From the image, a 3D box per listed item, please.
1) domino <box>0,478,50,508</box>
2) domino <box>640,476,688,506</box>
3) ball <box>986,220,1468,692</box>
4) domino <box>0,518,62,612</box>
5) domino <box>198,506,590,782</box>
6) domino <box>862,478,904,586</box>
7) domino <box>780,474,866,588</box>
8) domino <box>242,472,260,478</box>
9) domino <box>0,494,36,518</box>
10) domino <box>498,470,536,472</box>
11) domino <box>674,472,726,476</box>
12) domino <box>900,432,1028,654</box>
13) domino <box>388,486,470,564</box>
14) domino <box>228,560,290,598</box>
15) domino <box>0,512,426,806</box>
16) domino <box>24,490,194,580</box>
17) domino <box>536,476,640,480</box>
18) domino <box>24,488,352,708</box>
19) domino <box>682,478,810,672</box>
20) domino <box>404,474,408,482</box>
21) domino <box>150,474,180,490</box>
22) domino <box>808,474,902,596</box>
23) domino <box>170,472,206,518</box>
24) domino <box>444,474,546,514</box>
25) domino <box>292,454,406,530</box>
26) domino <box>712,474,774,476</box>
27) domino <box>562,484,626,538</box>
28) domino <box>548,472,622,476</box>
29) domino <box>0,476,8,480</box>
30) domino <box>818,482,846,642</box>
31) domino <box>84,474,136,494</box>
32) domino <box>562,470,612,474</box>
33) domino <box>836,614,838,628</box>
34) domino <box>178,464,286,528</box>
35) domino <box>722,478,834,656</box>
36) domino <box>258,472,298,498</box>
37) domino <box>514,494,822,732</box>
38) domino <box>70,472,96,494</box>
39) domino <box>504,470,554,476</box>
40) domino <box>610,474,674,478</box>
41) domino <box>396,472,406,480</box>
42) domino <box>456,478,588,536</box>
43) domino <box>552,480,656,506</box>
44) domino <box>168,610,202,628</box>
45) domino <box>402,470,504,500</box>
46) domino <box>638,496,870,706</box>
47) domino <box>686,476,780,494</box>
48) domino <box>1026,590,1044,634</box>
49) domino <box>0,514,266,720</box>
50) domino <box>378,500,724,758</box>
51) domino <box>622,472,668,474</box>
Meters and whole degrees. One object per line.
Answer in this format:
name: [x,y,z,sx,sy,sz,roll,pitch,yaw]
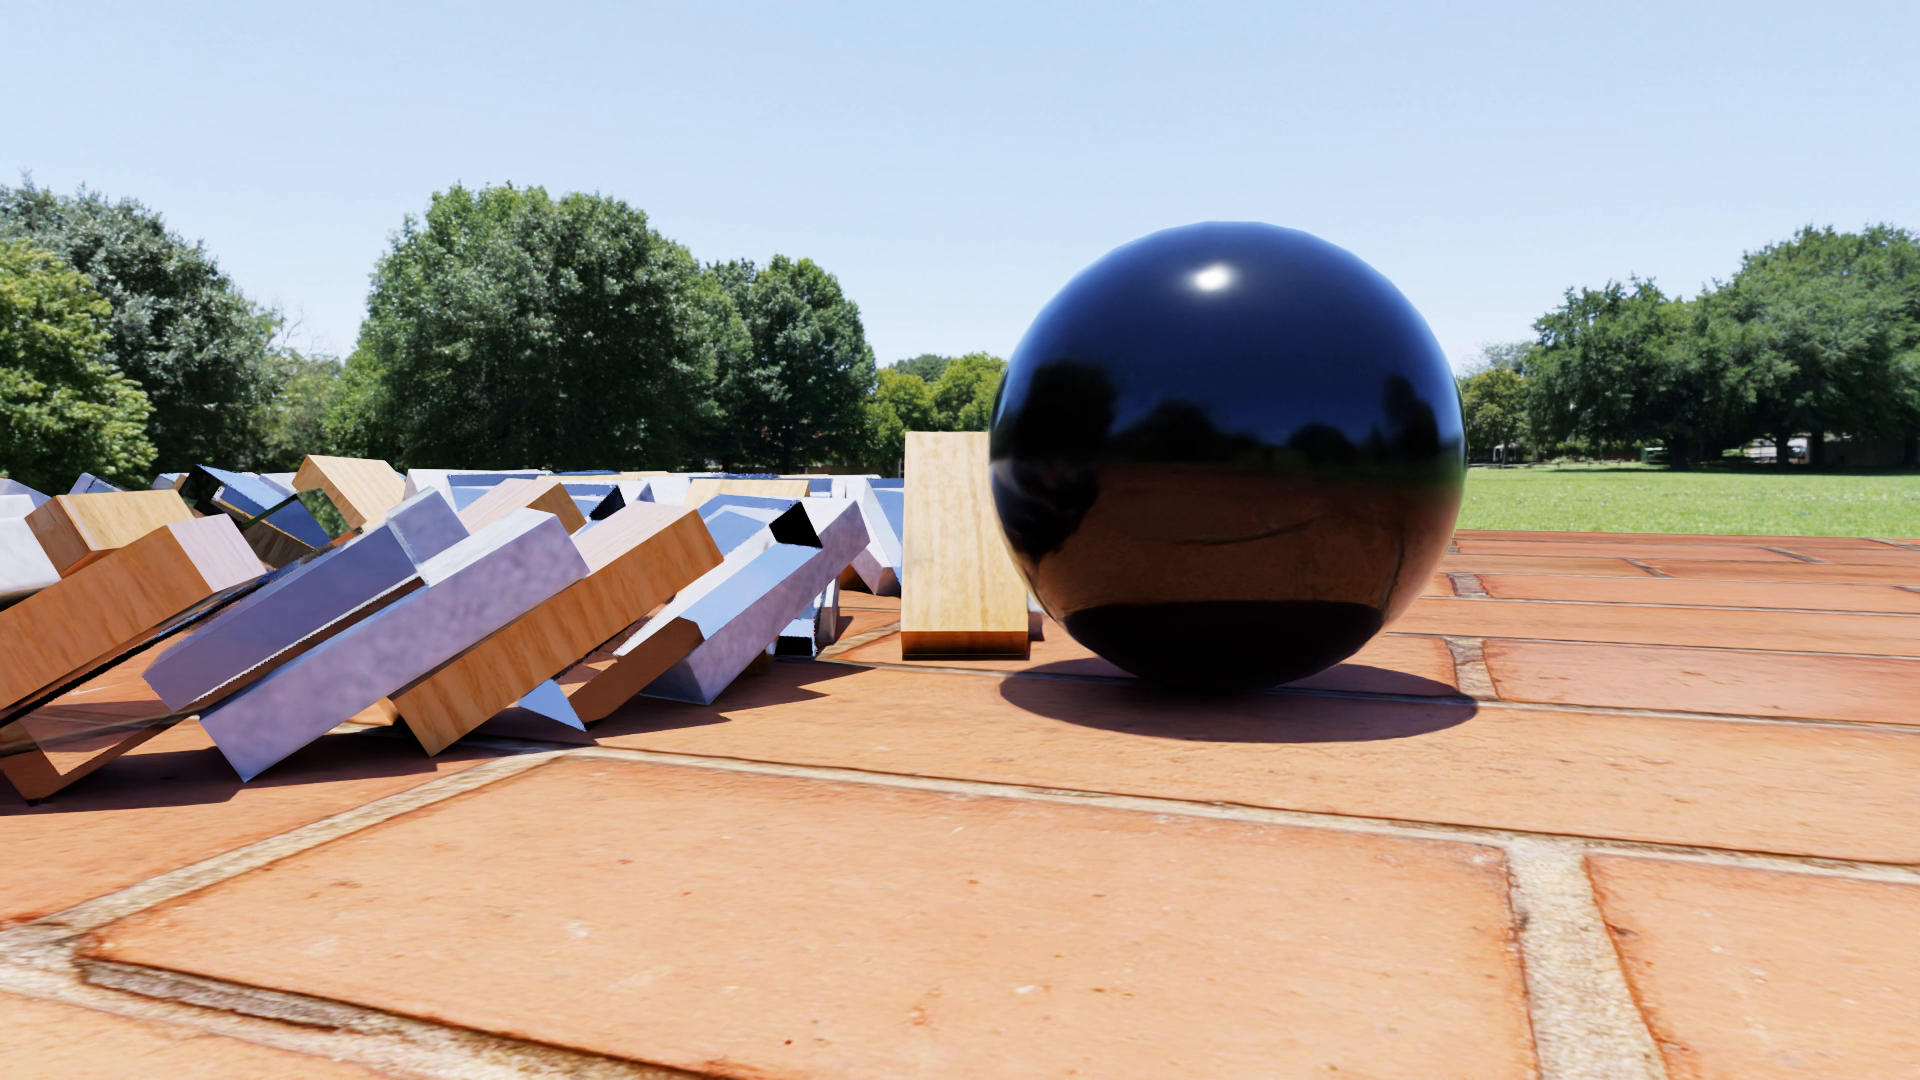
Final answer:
domino: [-0.232,0.000,0.343,0.025,0.009,0.050,4,-25,45]
domino: [-0.068,0.000,0.349,0.025,0.010,0.050,-3,35,-34]
ball: [0.045,-0.014,0.221,0.080,0.080,0.080,0,4,0]
domino: [-0.136,0.015,0.149,0.050,0.010,0.025,-30,3,4]
domino: [-0.079,0.013,0.181,0.050,0.009,0.025,-34,19,-23]
domino: [-0.009,-0.001,0.366,0.025,0.010,0.050,-1,33,-21]
domino: [-0.040,-0.003,0.397,0.025,0.009,0.050,-4,35,-41]
domino: [-0.216,-0.006,0.425,0.050,0.009,0.025,29,-4,-15]
domino: [-0.169,0.010,0.200,0.050,0.009,0.025,-32,-7,20]
domino: [-0.134,-0.007,0.440,0.050,0.009,0.025,31,10,9]
domino: [-0.074,-0.005,0.422,0.050,0.010,0.025,38,25,31]
domino: [0.001,0.000,0.269,0.025,0.050,0.009,0,-34,0]
domino: [-0.110,0.009,0.221,0.050,0.009,0.025,-36,18,-18]
domino: [-0.193,0.005,0.314,0.050,0.010,0.025,21,-13,-29]
domino: [-0.096,0.014,0.169,0.050,0.009,0.025,-33,16,-18]
domino: [-0.148,0.010,0.201,0.050,0.009,0.025,-33,1,7]
domino: [-0.092,0.003,0.303,0.025,0.009,0.050,0,36,-1]
domino: [-0.127,0.009,0.212,0.050,0.010,0.025,-34,13,-13]
domino: [-0.046,0.006,0.257,0.025,0.009,0.050,1,37,4]
domino: [-0.141,-0.003,0.386,0.050,0.010,0.025,32,10,8]
domino: [-0.234,-0.005,0.417,0.050,0.009,0.025,30,-6,-18]
domino: [-0.025,-0.003,0.383,0.025,0.009,0.050,-3,35,-35]
domino: [-0.202,-0.003,0.375,0.050,0.009,0.025,31,-4,-15]
domino: [-0.111,0.001,0.321,0.025,0.010,0.050,-3,37,-31]
domino: [-0.150,-0.003,0.339,0.050,0.009,0.025,42,15,18]
domino: [-0.057,-0.005,0.410,0.025,0.010,0.050,-5,36,-48]
domino: [-0.092,0.006,0.262,0.025,0.009,0.050,2,36,22]
domino: [-0.099,-0.003,0.376,0.025,0.009,0.050,-4,37,-49]
domino: [-0.266,-0.003,0.388,0.050,0.009,0.025,35,-19,-37]
domino: [-0.040,0.004,0.294,0.025,0.010,0.050,0,35,-1]
domino: [-0.218,-0.002,0.360,0.050,0.009,0.025,34,-14,-29]
domino: [-0.112,-0.007,0.438,0.050,0.010,0.025,34,17,20]
domino: [-0.043,0.002,0.314,0.025,0.009,0.050,0,35,-7]
domino: [-0.174,-0.001,0.335,0.050,0.009,0.025,31,-3,5]
domino: [-0.042,0.005,0.275,0.025,0.010,0.050,0,36,0]
domino: [-0.182,-0.003,0.382,0.050,0.009,0.025,31,1,-6]
domino: [-0.049,0.010,0.211,0.025,0.009,0.050,6,37,47]
domino: [-0.251,-0.004,0.403,0.050,0.009,0.025,33,-13,-29]
domino: [-0.119,-0.003,0.384,0.050,0.010,0.025,36,20,22]
domino: [-0.083,-0.001,0.364,0.025,0.009,0.050,-4,36,-42]
domino: [-0.176,-0.007,0.436,0.050,0.009,0.025,29,2,-5]
domino: [-0.096,0.007,0.238,0.025,0.010,0.050,5,40,49]
domino: [-0.088,0.004,0.282,0.025,0.009,0.050,1,36,14]
domino: [-0.204,0.016,0.291,0.025,0.009,0.050,4,6,40]
domino: [-0.126,-0.001,0.336,0.025,0.009,0.050,-1,36,-39]
domino: [-0.041,0.009,0.231,0.025,0.009,0.050,3,34,33]
domino: [-0.054,0.001,0.333,0.025,0.010,0.050,-2,35,-22]
domino: [0.005,-0.002,0.294,0.025,0.050,0.009,-1,-34,-1]
domino: [-0.115,0.014,0.158,0.050,0.009,0.025,-32,11,-11]
domino: [-0.063,0.011,0.194,0.050,0.009,0.025,-36,23,-27]
domino: [-0.093,-0.006,0.431,0.050,0.010,0.025,35,20,24]
